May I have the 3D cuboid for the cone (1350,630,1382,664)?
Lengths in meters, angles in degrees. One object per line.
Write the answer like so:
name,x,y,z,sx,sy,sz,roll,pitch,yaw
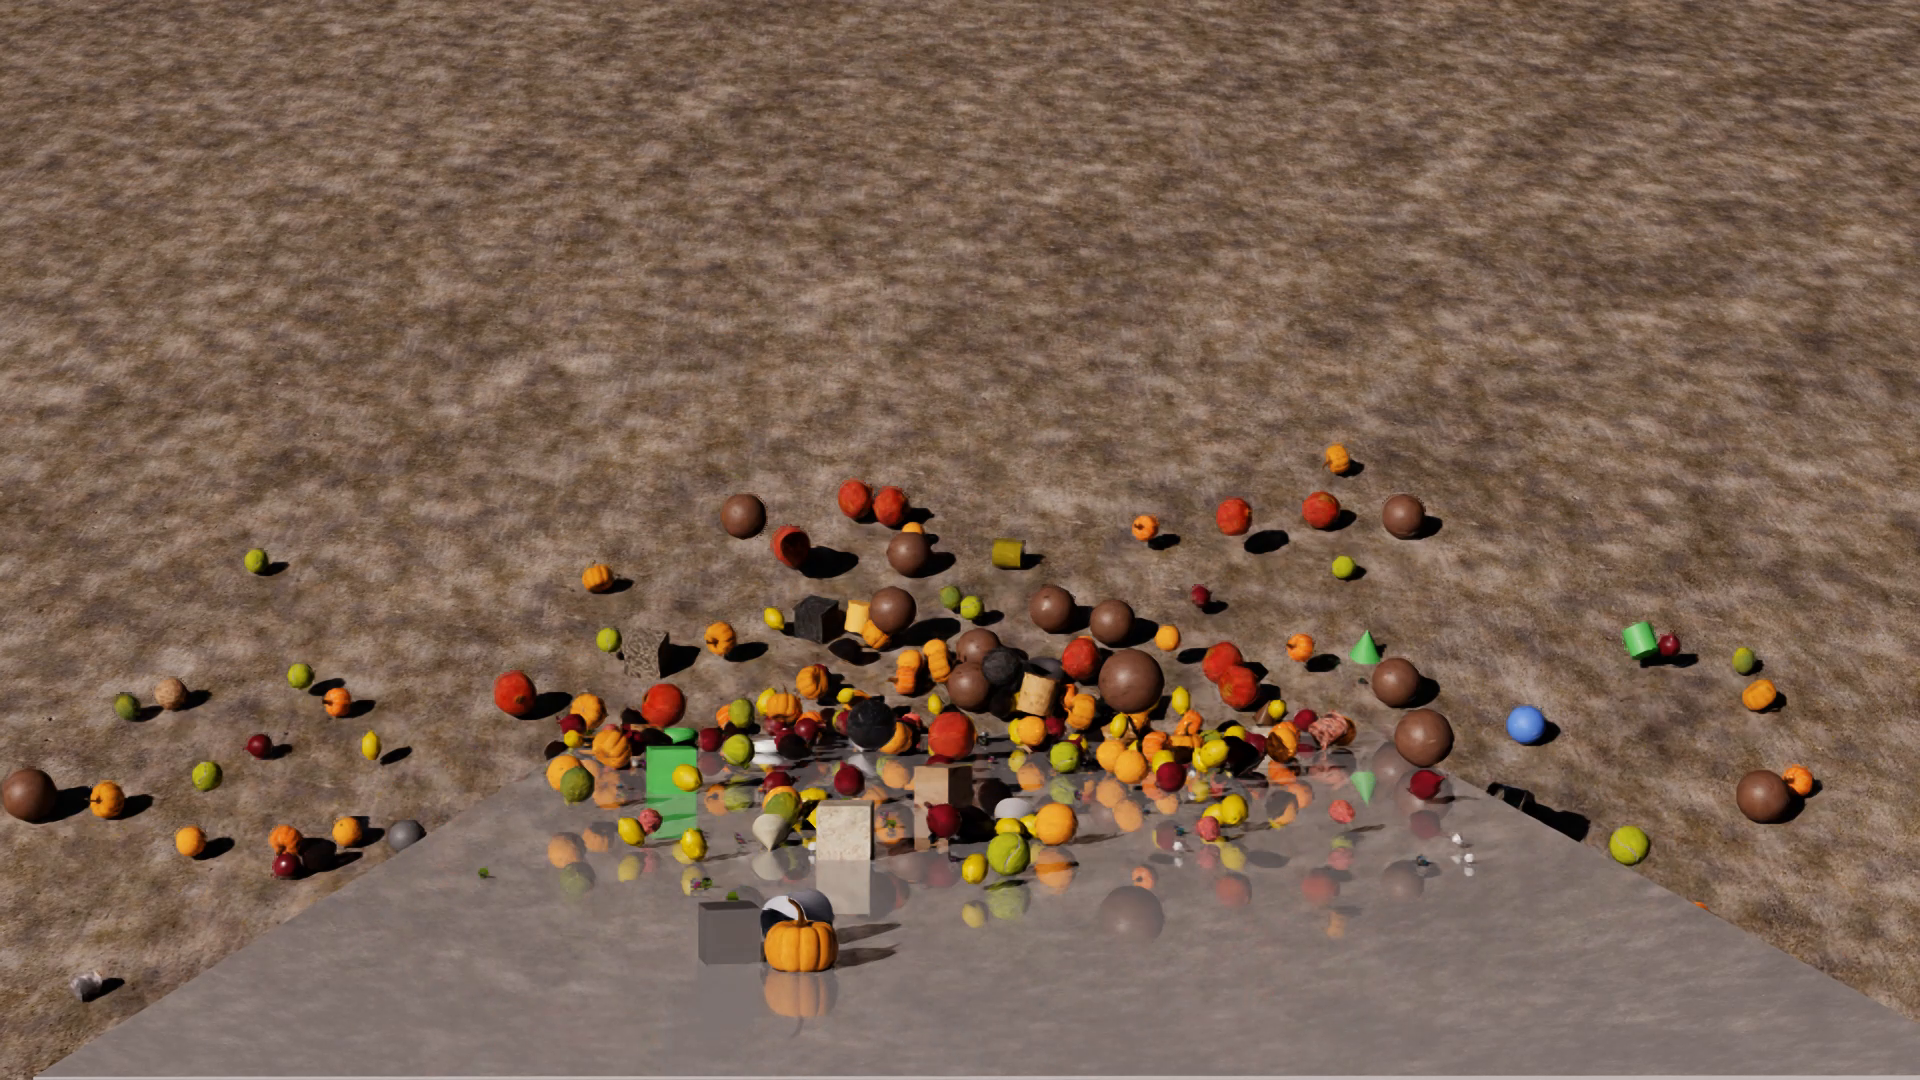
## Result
cone,1.118,0.283,7.101,0.085,0.085,0.085,0,28,0

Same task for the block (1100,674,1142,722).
block,0.422,0.417,6.800,0.092,0.092,0.092,-3,61,-4

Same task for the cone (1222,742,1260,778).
cone,0.596,0.488,5.545,0.081,0.081,0.081,8,30,15

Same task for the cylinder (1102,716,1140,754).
cylinder,0.371,0.448,5.958,0.068,0.068,0.068,-26,27,9

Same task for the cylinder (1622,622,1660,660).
cylinder,1.851,0.275,7.023,0.077,0.077,0.077,-9,68,-17

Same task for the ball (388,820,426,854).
ball,-1.318,0.710,6.160,0.087,0.087,0.087,0,28,0

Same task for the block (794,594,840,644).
block,-0.400,0.220,7.207,0.091,0.091,0.091,12,29,26

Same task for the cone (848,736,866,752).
cone,-0.231,0.482,6.101,0.075,0.075,0.075,1,27,1

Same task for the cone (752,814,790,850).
cone,-0.320,0.506,4.367,0.064,0.064,0.064,-1,25,-3

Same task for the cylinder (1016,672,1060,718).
cylinder,0.207,0.407,6.797,0.098,0.098,0.098,14,1,0

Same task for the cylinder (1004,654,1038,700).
cylinder,0.148,0.363,6.904,0.092,0.092,0.092,-46,39,-3

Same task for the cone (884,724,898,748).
cone,-0.177,0.482,6.216,0.073,0.073,0.073,-7,45,-12

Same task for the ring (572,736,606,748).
ring,-0.892,0.485,6.207,0.083,0.028,0.083,0,-1,0

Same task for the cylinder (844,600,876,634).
cylinder,-0.278,0.215,7.211,0.078,0.078,0.078,9,7,-1

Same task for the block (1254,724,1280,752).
block,0.728,0.470,6.132,0.057,0.057,0.057,0,1,15

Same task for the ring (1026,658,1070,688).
ring,0.224,0.363,6.991,0.142,0.047,0.142,0,26,0

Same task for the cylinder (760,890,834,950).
cylinder,-0.213,0.497,3.387,0.070,0.070,0.070,14,5,25

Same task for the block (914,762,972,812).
block,-0.033,0.473,4.954,0.081,0.081,0.081,0,1,35

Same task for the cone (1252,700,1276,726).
cone,0.808,0.445,6.793,0.064,0.064,0.064,11,20,-4

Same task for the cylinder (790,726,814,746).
cylinder,-0.381,0.473,6.237,0.052,0.052,0.052,0,28,-10

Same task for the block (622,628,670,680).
block,-0.853,0.309,7.037,0.099,0.099,0.099,5,28,9

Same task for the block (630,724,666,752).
block,-0.740,0.469,6.125,0.062,0.062,0.062,0,1,-29

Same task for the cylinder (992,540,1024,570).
cylinder,0.141,0.042,7.558,0.081,0.081,0.081,5,28,9

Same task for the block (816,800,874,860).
block,-0.189,0.478,4.260,0.088,0.088,0.088,0,1,1

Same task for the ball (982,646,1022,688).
ball,0.102,0.311,6.335,0.099,0.099,0.099,0,28,0

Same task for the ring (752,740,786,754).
ring,-0.451,0.487,6.088,0.081,0.027,0.081,0,2,0

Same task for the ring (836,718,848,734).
ring,-0.252,0.474,6.578,0.124,0.041,0.124,1,0,0

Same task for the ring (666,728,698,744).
ring,-0.693,0.480,6.318,0.109,0.036,0.109,-1,0,0

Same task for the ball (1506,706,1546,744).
ball,1.472,0.481,6.714,0.100,0.100,0.100,0,28,0

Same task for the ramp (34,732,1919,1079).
ramp,0.063,0.567,4.608,2.000,0.100,4.000,0,1,0

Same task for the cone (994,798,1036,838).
cone,0.090,0.502,4.516,0.074,0.074,0.074,6,28,11

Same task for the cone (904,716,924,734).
cone,-0.125,0.482,6.660,0.054,0.054,0.054,5,7,9

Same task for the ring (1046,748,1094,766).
ring,0.246,0.486,5.780,0.109,0.036,0.109,0,-1,0

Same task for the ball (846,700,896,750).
ball,-0.168,0.350,4.910,0.096,0.096,0.096,0,28,0

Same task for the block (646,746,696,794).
block,-0.586,0.466,5.238,0.089,0.089,0.089,0,1,-14

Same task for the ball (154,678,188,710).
ball,-2.096,0.409,6.867,0.083,0.083,0.083,0,28,0

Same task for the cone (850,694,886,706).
cone,-0.249,0.434,6.793,0.085,0.085,0.085,17,28,-5

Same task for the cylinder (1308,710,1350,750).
cylinder,0.875,0.450,6.132,0.069,0.069,0.069,-31,37,-16

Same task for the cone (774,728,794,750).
cone,-0.407,0.487,6.159,0.056,0.056,0.056,-15,34,-25

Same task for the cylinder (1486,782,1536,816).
cylinder,1.350,0.654,6.358,0.095,0.095,0.095,13,30,36

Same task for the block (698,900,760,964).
block,-0.294,0.499,3.287,0.068,0.068,0.068,0,1,-15
